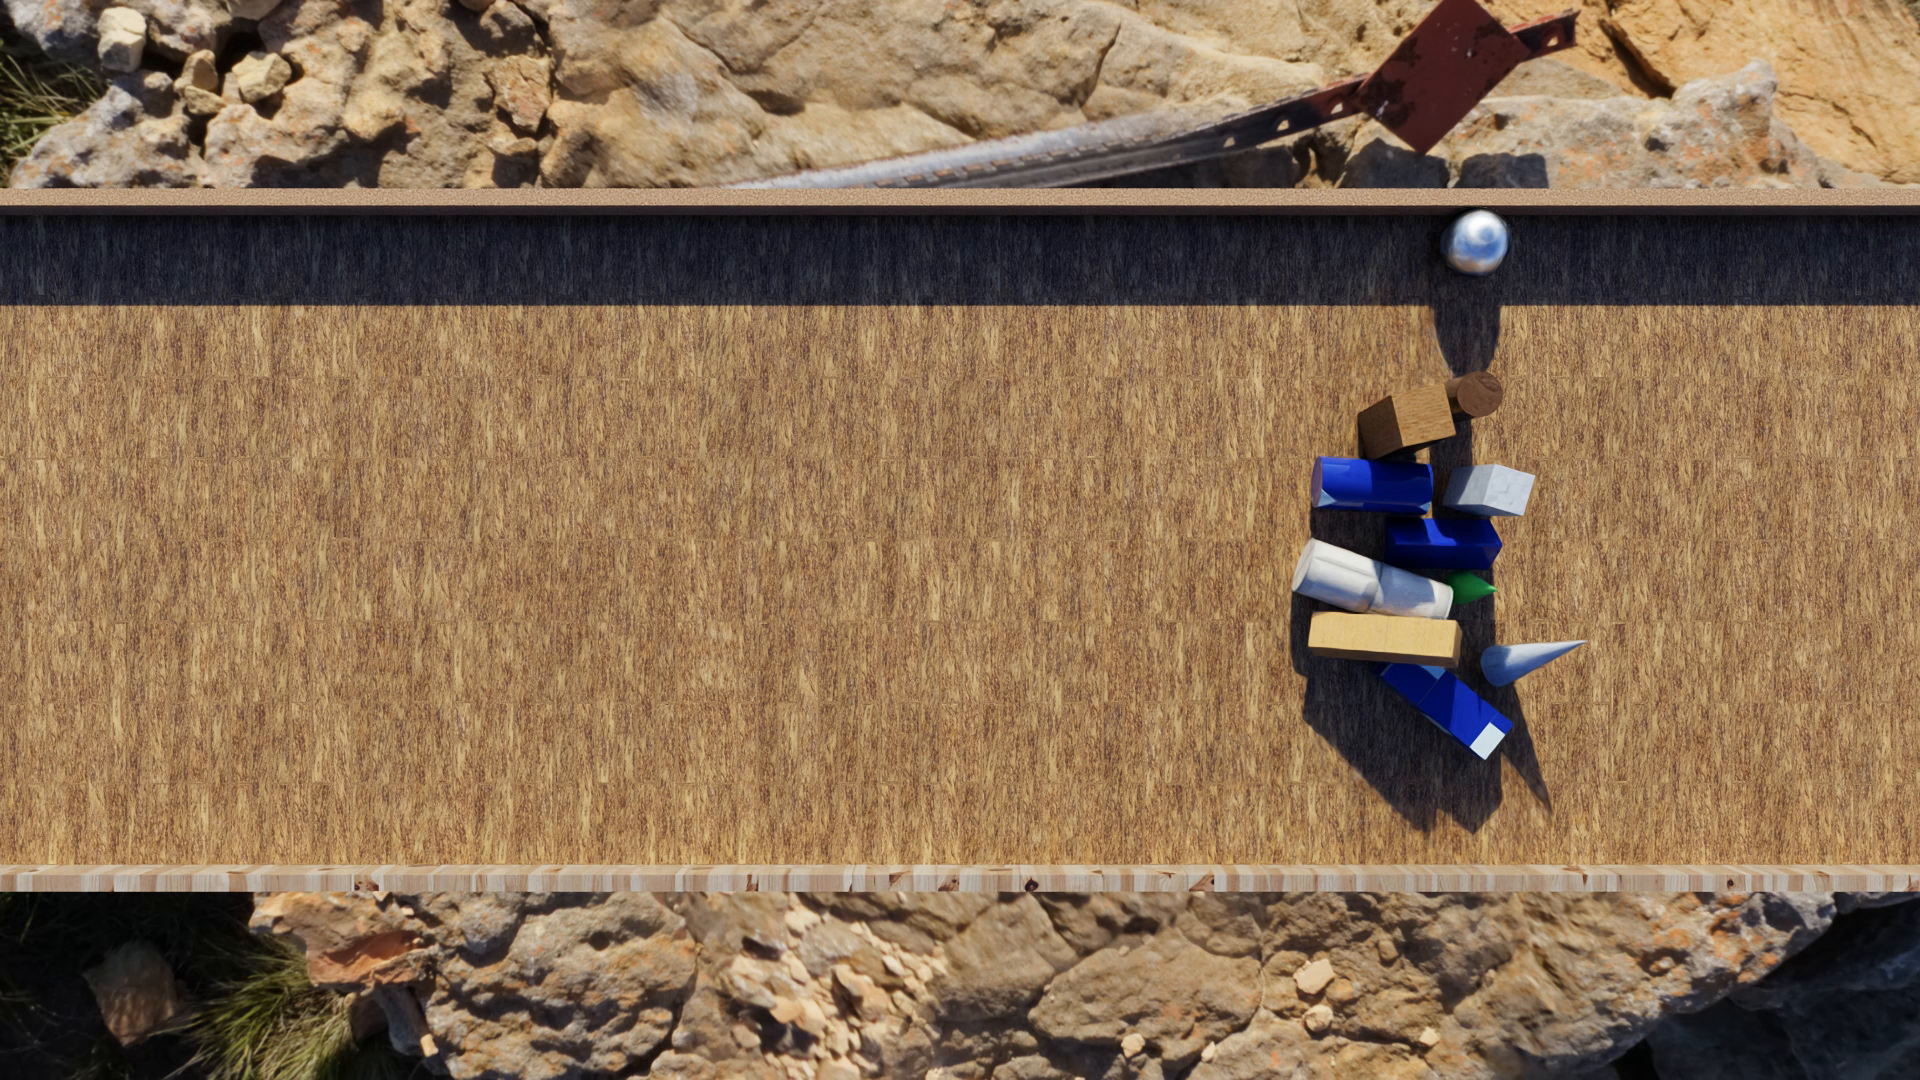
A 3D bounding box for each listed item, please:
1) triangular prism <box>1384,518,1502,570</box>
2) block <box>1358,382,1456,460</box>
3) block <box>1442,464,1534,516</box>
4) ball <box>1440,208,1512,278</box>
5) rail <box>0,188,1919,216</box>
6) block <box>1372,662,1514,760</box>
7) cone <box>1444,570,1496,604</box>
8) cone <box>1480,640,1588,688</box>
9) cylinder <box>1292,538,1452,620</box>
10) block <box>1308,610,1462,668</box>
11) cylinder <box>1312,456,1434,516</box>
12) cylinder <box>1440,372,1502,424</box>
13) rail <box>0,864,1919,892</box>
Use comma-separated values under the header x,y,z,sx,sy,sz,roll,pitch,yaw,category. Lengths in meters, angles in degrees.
x,y,z,sx,sy,sz,roll,pitch,yaw,category
1.466,0.012,5.008,0.319,0.130,0.151,1,90,0,triangular prism
1.311,-0.341,4.863,0.153,0.419,0.153,-12,87,0,block
1.556,-0.145,4.873,0.119,0.406,0.119,16,91,0,block
1.554,-0.897,4.973,0.206,0.206,0.206,0,90,0,ball
-2.247,-1.025,5.002,12.000,0.150,0.050,0,90,0,rail
1.463,0.481,5.008,0.395,0.137,0.137,39,90,0,block
1.543,0.144,4.901,0.109,0.351,0.109,0,90,0,cone
1.726,0.340,4.901,0.127,0.344,0.127,12,67,-30,cone
1.246,0.147,4.991,0.440,0.170,0.170,19,90,0,cylinder
1.266,0.295,4.919,0.423,0.111,0.111,3,71,27,block
1.246,-0.164,4.998,0.330,0.158,0.158,4,90,0,cylinder
1.505,-0.423,4.926,0.133,0.300,0.133,0,90,0,cylinder
-2.247,1.025,5.001,12.000,0.150,0.050,0,90,0,rail
